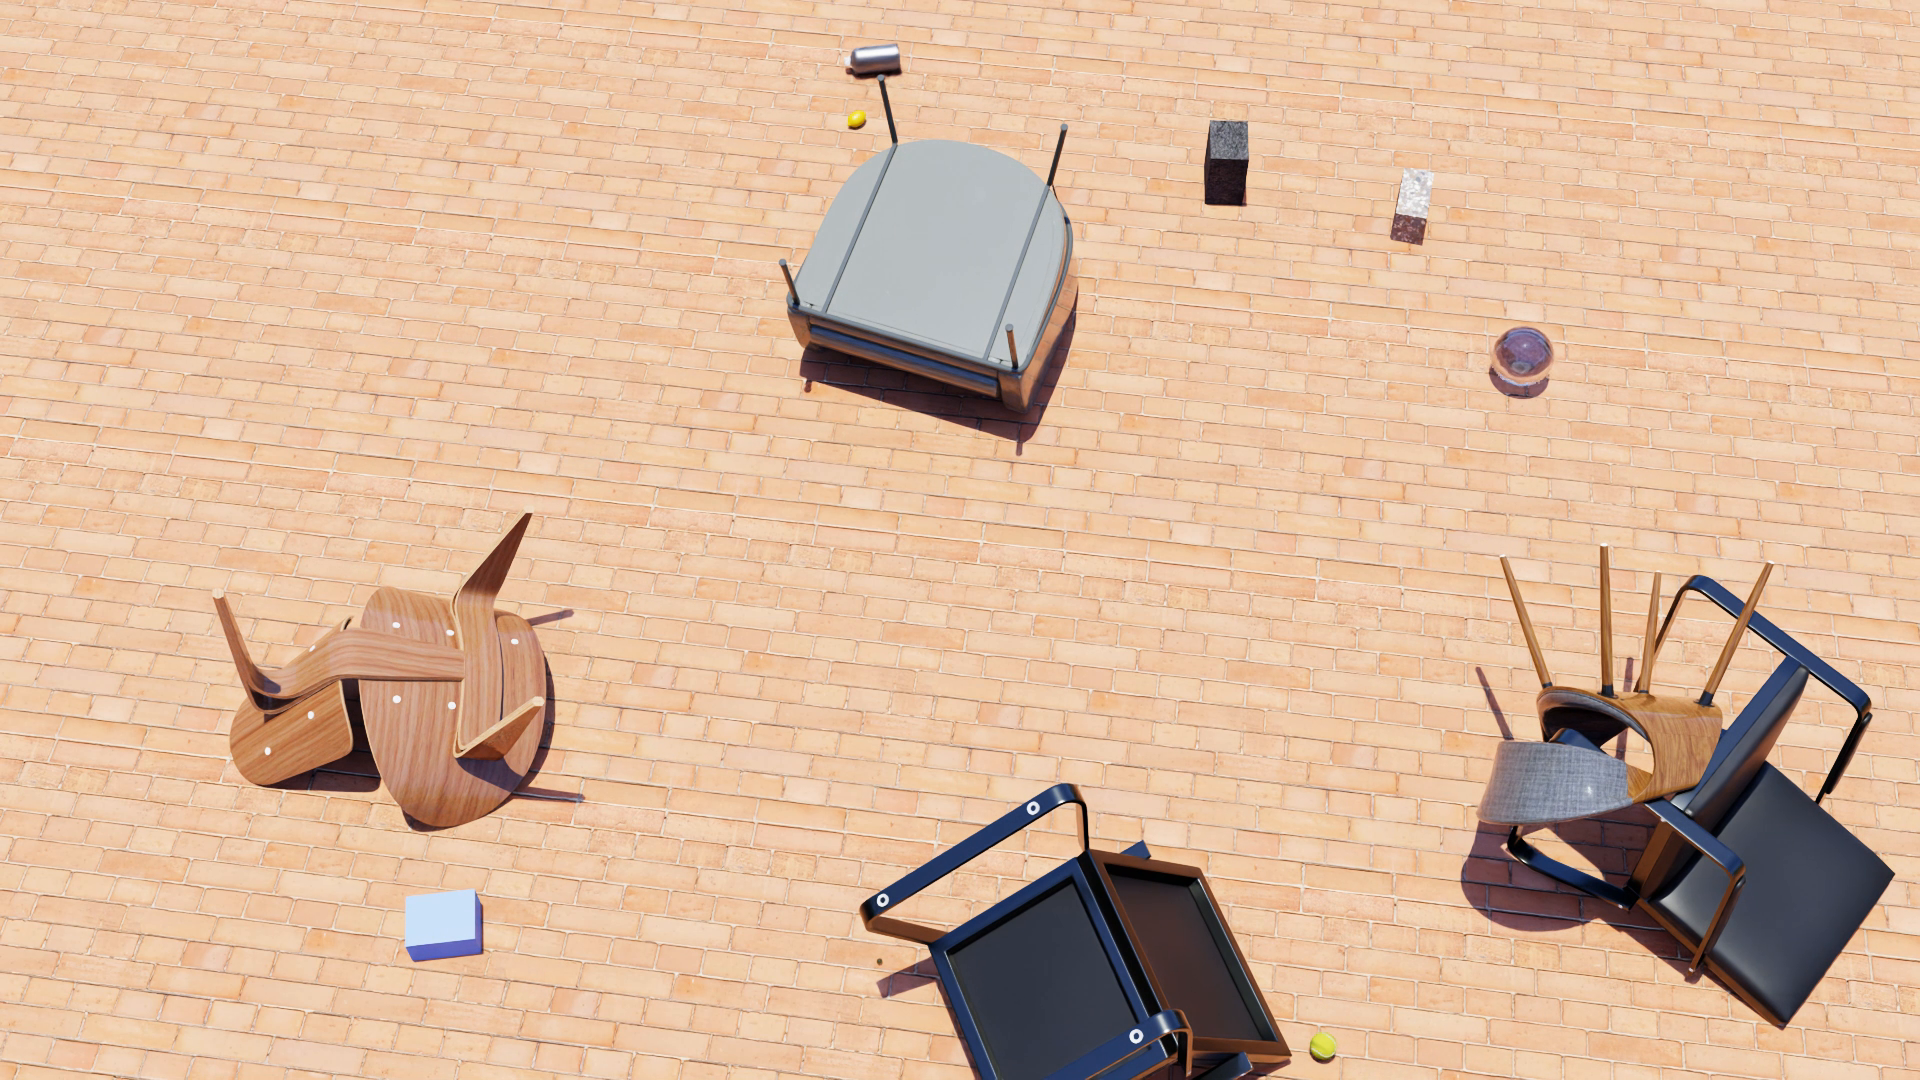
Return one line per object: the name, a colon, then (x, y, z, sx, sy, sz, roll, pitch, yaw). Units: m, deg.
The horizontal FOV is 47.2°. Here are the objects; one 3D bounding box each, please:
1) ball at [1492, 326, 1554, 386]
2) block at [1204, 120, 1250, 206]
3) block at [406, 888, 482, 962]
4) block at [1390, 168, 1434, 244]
ball: (1.752, -0.573, 6.845, 0.188, 0.188, 0.188, 0, 56, 0)
block: (0.881, -1.249, 7.281, 0.125, 0.217, 0.172, 2, 56, 1)
block: (-1.369, 1.021, 5.831, 0.181, 0.096, 0.143, -6, 56, -4)
block: (1.487, -1.099, 7.235, 0.099, 0.127, 0.209, 12, 57, 8)
